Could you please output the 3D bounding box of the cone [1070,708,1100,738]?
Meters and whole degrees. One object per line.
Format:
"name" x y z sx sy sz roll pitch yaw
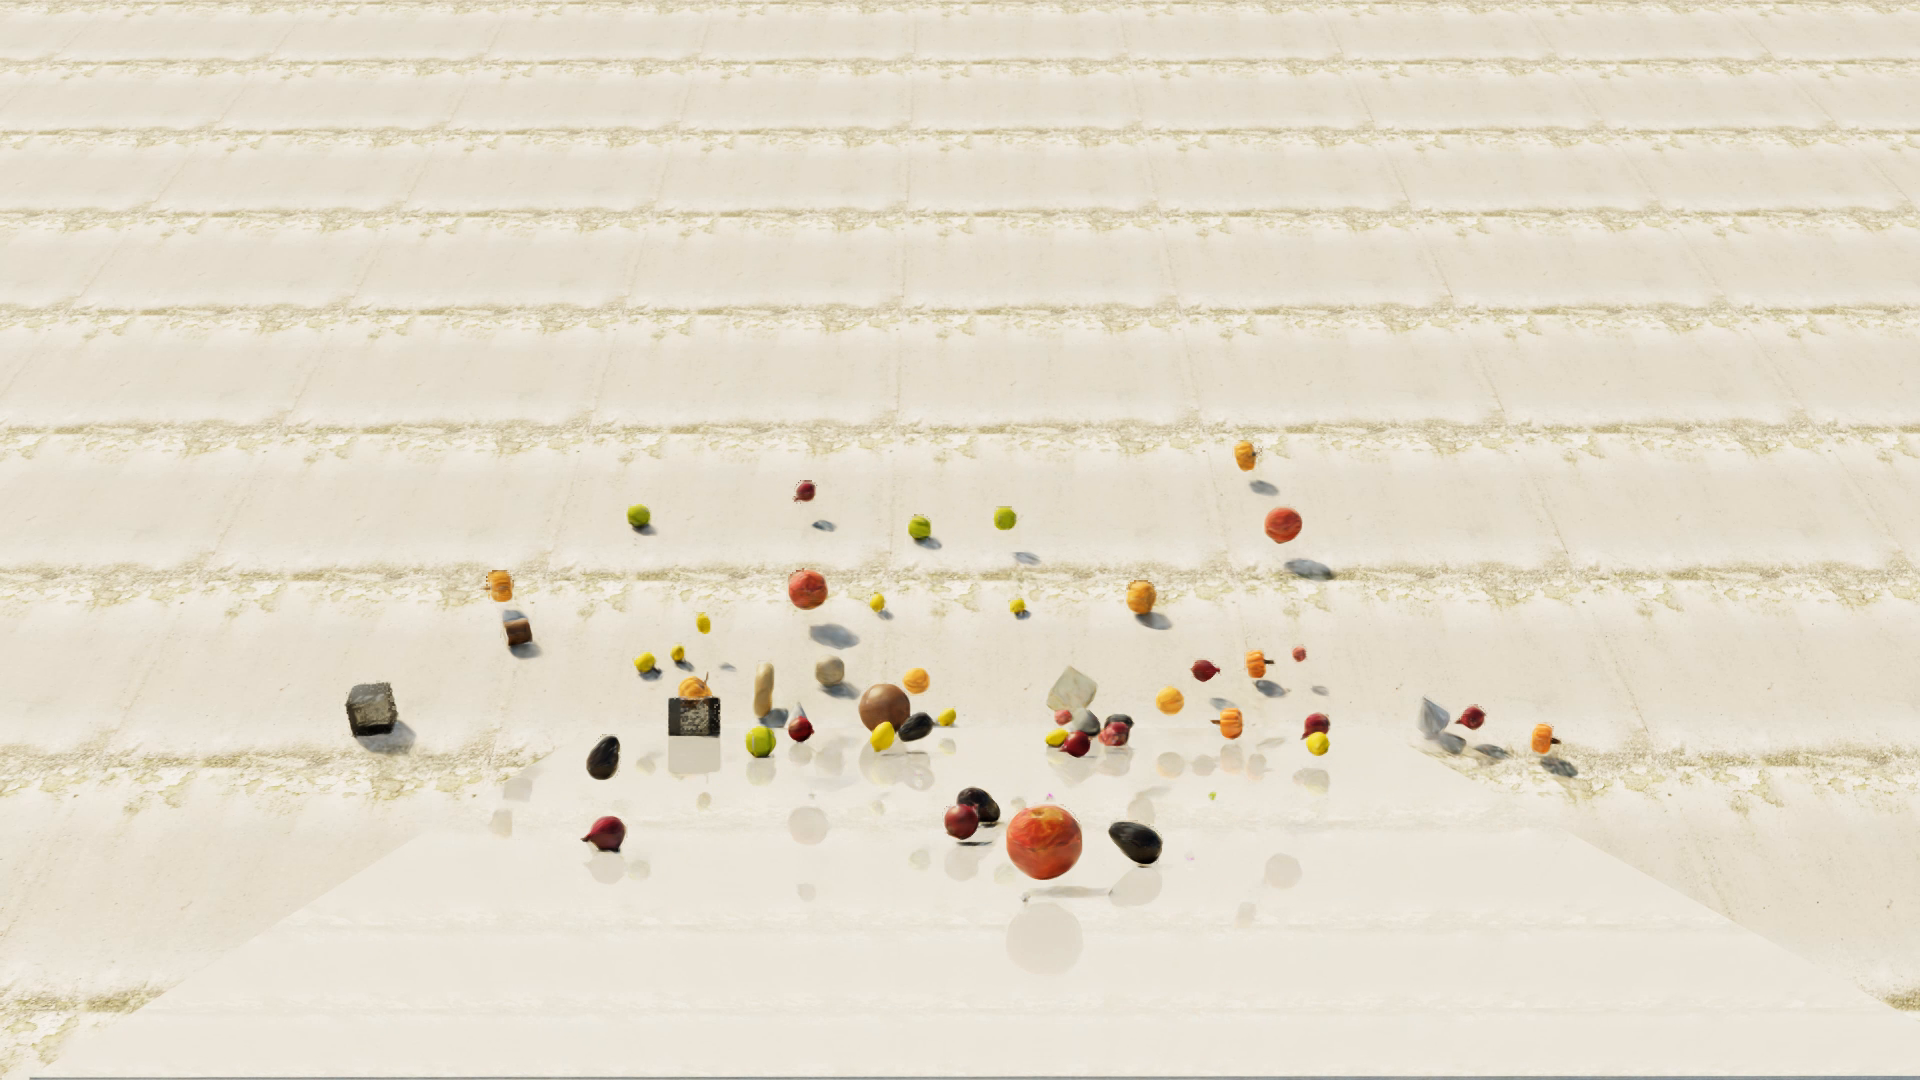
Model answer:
"cone" 0.290 0.466 6.326 0.079 0.079 0.079 20 40 33

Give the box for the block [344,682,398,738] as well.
"block" -1.536 0.442 6.743 0.099 0.099 0.099 -6 27 3

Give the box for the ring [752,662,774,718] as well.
"ring" -0.516 0.394 6.793 0.049 0.148 0.148 5 27 -4

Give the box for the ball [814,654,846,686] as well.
"ball" -0.351 0.350 6.947 0.086 0.086 0.086 0 28 0

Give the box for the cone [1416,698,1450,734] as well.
"cone" 1.214 0.436 6.696 0.093 0.093 0.093 -17 40 15

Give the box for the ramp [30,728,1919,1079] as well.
"ramp" 0.062 0.559 4.597 2.000 0.100 4.000 0 1 0

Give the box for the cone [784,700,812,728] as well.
"cone" -0.419 0.447 6.678 0.074 0.074 0.074 0 -3 0

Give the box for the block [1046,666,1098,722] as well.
"block" 0.287 0.397 6.617 0.091 0.091 0.091 33 65 12

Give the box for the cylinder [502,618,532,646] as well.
"cylinder" -1.223 0.254 7.133 0.067 0.067 0.067 -10 29 -20

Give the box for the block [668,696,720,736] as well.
"block" -0.659 0.437 6.408 0.092 0.092 0.092 0 1 27
